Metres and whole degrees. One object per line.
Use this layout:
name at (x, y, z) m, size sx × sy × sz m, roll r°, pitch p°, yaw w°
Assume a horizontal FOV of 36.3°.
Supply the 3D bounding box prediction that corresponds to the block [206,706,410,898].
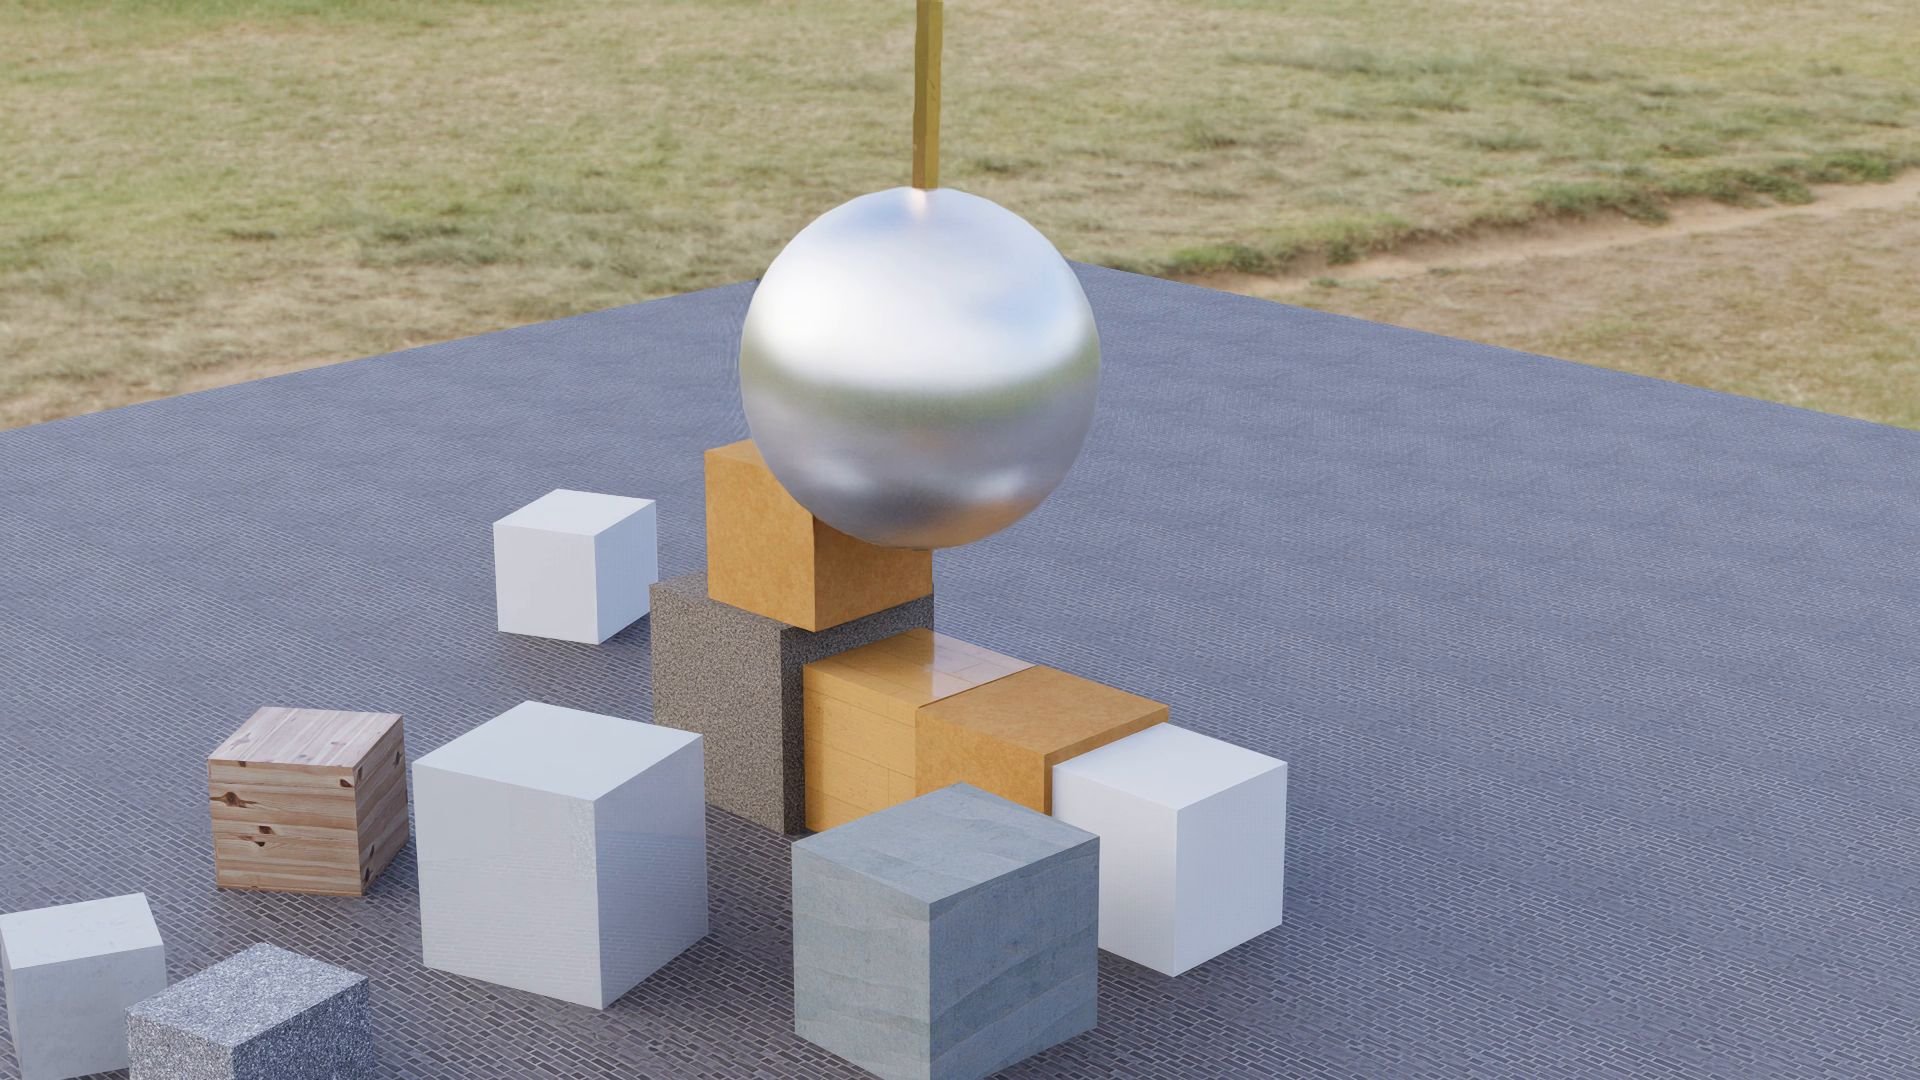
block at (-2.986, 1.196, 13.490) m, size 0.685 × 0.629 × 0.670 m, roll 3°, pitch 18°, yaw 8°

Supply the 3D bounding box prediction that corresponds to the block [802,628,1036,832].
block at (-0.190, 0.978, 13.861) m, size 0.776 × 0.822 × 0.769 m, roll 17°, pitch 24°, yaw 42°

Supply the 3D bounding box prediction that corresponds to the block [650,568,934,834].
block at (-0.818, 0.701, 14.405) m, size 1.000 × 1.024 × 0.956 m, roll -17°, pitch 24°, yaw -42°

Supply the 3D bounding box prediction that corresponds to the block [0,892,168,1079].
block at (-3.516, 1.797, 11.785) m, size 0.577 × 0.504 × 0.540 m, roll -7°, pitch 19°, yaw -22°

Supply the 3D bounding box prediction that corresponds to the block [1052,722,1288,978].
block at (0.911, 1.337, 12.815) m, size 0.704 × 0.765 × 0.742 m, roll 16°, pitch 24°, yaw 42°

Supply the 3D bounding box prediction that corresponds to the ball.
ball at (-0.176, -0.754, 12.920) m, size 1.600 × 1.600 × 1.600 m, roll 0°, pitch 17°, yaw 0°

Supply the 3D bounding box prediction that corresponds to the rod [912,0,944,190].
rod at (-0.076, -4.025, 11.997) m, size 0.080 × 5.200 × 0.080 m, roll 17°, pitch 22°, yaw 42°

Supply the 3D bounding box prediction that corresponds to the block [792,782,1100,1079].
block at (-0.056, 1.599, 11.850) m, size 0.938 × 0.843 × 0.803 m, roll -16°, pitch 24°, yaw -41°

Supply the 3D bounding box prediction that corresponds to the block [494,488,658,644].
block at (-2.194, 0.144, 16.818) m, size 0.642 × 0.641 × 0.741 m, roll 7°, pitch 19°, yaw 21°

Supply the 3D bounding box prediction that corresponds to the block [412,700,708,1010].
block at (-1.698, 1.328, 12.561) m, size 0.912 × 0.934 × 0.834 m, roll 9°, pitch 19°, yaw 26°

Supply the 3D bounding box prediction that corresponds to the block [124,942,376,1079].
block at (-2.684, 1.974, 11.127) m, size 0.571 × 0.562 × 0.697 m, roll 11°, pitch 21°, yaw 31°

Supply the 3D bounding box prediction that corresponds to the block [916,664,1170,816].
block at (0.370, 1.152, 13.292) m, size 0.784 × 0.832 × 0.834 m, roll 16°, pitch 24°, yaw 42°

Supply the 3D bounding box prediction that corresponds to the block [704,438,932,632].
block at (-0.670, -0.081, 13.970) m, size 0.736 × 0.730 × 0.779 m, roll 16°, pitch 23°, yaw 41°
